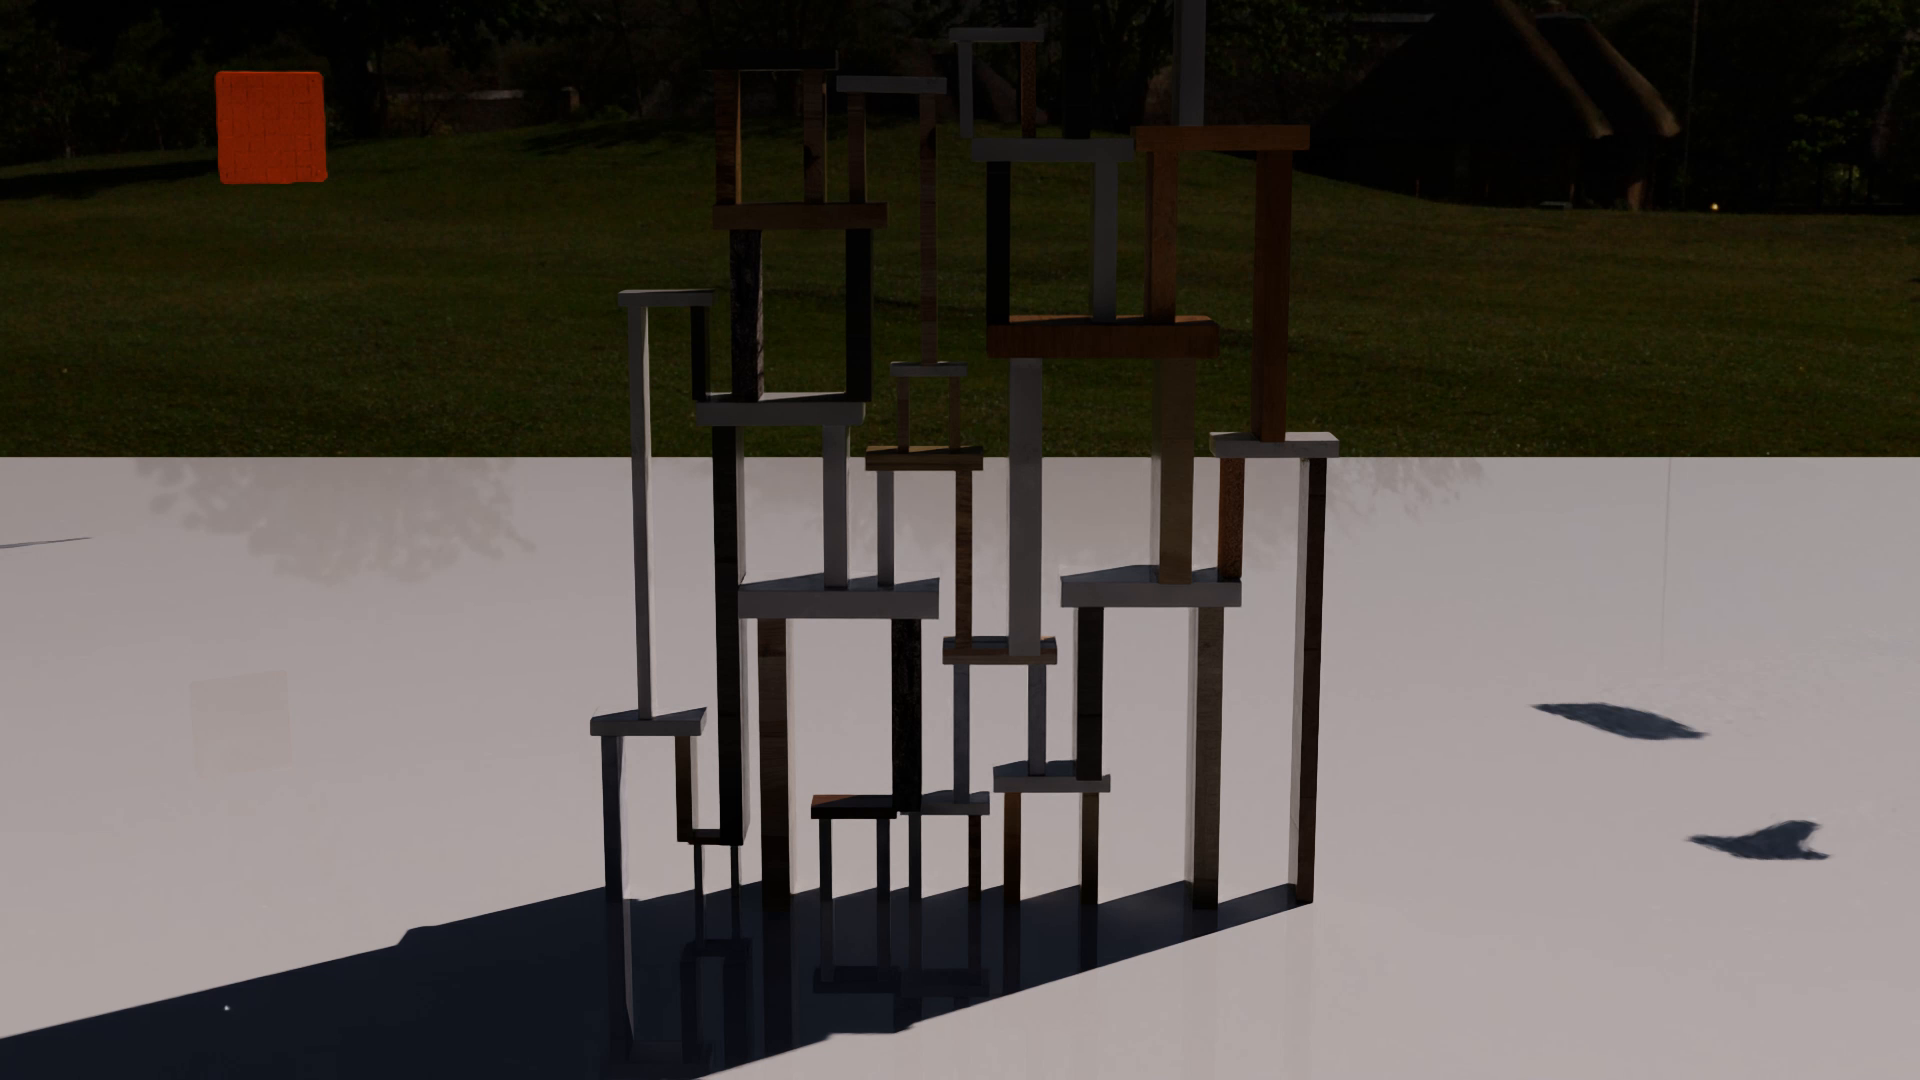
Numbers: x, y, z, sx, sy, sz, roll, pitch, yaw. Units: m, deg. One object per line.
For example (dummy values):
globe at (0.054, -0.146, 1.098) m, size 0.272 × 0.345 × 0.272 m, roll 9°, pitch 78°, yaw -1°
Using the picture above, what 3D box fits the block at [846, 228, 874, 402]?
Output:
block at (-0.158, -0.362, 3.493) m, size 0.038 × 0.269 × 0.135 m, roll 0°, pitch 11°, yaw 0°

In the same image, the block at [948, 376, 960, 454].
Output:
block at (-0.008, -0.204, 3.515) m, size 0.017 × 0.122 × 0.061 m, roll 0°, pitch 11°, yaw 1°

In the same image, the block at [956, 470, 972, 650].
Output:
block at (0.006, 0.024, 3.564) m, size 0.027 × 0.291 × 0.094 m, roll 0°, pitch 11°, yaw 0°

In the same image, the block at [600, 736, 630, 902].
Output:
block at (-0.571, 0.450, 3.645) m, size 0.026 × 0.284 × 0.090 m, roll 0°, pitch 11°, yaw 0°

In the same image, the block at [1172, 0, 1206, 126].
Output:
block at (0.355, -0.776, 3.409) m, size 0.037 × 0.263 × 0.131 m, roll 0°, pitch 11°, yaw 0°

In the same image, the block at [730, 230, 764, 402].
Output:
block at (-0.338, -0.360, 3.493) m, size 0.038 × 0.269 × 0.135 m, roll 0°, pitch 11°, yaw 0°

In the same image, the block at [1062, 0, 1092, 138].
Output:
block at (0.181, -0.767, 3.411) m, size 0.037 × 0.282 × 0.131 m, roll 0°, pitch 11°, yaw -1°

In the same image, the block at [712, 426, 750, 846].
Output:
block at (-0.373, 0.148, 3.592) m, size 0.037 × 0.690 × 0.131 m, roll 0°, pitch 11°, yaw 0°

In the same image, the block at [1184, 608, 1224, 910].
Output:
block at (0.401, 0.342, 3.620) m, size 0.041 × 0.505 × 0.144 m, roll 0°, pitch 11°, yaw 0°

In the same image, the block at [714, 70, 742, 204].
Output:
block at (-0.362, -0.629, 3.435) m, size 0.029 × 0.204 × 0.102 m, roll 0°, pitch 11°, yaw 0°

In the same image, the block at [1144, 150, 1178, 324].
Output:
block at (0.316, -0.481, 3.472) m, size 0.038 × 0.266 × 0.133 m, roll 0°, pitch 11°, yaw -1°

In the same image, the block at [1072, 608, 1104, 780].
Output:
block at (0.208, 0.235, 3.601) m, size 0.041 × 0.287 × 0.144 m, roll 0°, pitch 11°, yaw 0°

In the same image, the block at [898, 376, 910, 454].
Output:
block at (-0.090, -0.204, 3.516) m, size 0.017 × 0.122 × 0.061 m, roll 0°, pitch 11°, yaw 1°

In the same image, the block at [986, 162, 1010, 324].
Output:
block at (0.059, -0.472, 3.470) m, size 0.035 × 0.249 × 0.125 m, roll 0°, pitch 11°, yaw 0°

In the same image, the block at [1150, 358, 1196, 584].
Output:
block at (0.340, -0.123, 3.535) m, size 0.051 × 0.359 × 0.180 m, roll 0°, pitch 11°, yaw 0°

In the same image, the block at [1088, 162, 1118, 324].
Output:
block at (0.225, -0.472, 3.471) m, size 0.035 × 0.249 × 0.125 m, roll 0°, pitch 11°, yaw -1°

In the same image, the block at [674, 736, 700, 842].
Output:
block at (-0.451, 0.399, 3.636) m, size 0.025 × 0.180 × 0.090 m, roll 0°, pitch 10°, yaw 0°

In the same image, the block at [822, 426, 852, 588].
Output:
block at (-0.198, -0.064, 3.552) m, size 0.037 × 0.261 × 0.131 m, roll 0°, pitch 11°, yaw 0°

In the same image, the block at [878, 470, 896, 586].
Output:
block at (-0.119, -0.027, 3.556) m, size 0.027 × 0.187 × 0.094 m, roll 0°, pitch 10°, yaw 0°

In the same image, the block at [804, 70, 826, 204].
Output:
block at (-0.226, -0.630, 3.436) m, size 0.029 × 0.204 × 0.102 m, roll 0°, pitch 11°, yaw 0°

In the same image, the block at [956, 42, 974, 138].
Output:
block at (0.008, -0.700, 3.420) m, size 0.021 × 0.146 × 0.073 m, roll -2°, pitch 11°, yaw -2°

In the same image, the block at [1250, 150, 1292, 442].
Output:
block at (0.493, -0.389, 3.489) m, size 0.038 × 0.453 × 0.133 m, roll 0°, pitch 11°, yaw 0°

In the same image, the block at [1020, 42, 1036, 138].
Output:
block at (0.106, -0.700, 3.422) m, size 0.021 × 0.146 × 0.073 m, roll -1°, pitch 11°, yaw 0°

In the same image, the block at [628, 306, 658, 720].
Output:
block at (-0.513, -0.044, 3.555) m, size 0.021 × 0.670 × 0.074 m, roll 0°, pitch 11°, yaw 0°

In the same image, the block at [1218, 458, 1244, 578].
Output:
block at (0.438, -0.043, 3.556) m, size 0.028 × 0.195 × 0.098 m, roll 0°, pitch 10°, yaw 0°

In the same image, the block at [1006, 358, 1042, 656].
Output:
block at (0.102, -0.065, 3.542) m, size 0.051 × 0.475 × 0.180 m, roll 0°, pitch 11°, yaw -1°

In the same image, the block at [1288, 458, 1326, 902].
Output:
block at (0.569, 0.225, 3.606) m, size 0.028 × 0.741 × 0.098 m, roll 0°, pitch 11°, yaw 0°

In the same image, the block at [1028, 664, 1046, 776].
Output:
block at (0.127, 0.284, 3.615) m, size 0.026 × 0.185 × 0.093 m, roll 0°, pitch 11°, yaw 0°

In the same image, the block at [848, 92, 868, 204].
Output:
block at (-0.161, -0.614, 3.442) m, size 0.024 × 0.170 × 0.085 m, roll -1°, pitch 11°, yaw 0°

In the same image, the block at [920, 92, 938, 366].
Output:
block at (-0.049, -0.489, 3.466) m, size 0.024 × 0.422 × 0.085 m, roll 0°, pitch 11°, yaw 1°

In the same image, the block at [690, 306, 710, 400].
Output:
block at (-0.413, -0.302, 3.507) m, size 0.021 × 0.149 × 0.074 m, roll 0°, pitch 11°, yaw 0°
